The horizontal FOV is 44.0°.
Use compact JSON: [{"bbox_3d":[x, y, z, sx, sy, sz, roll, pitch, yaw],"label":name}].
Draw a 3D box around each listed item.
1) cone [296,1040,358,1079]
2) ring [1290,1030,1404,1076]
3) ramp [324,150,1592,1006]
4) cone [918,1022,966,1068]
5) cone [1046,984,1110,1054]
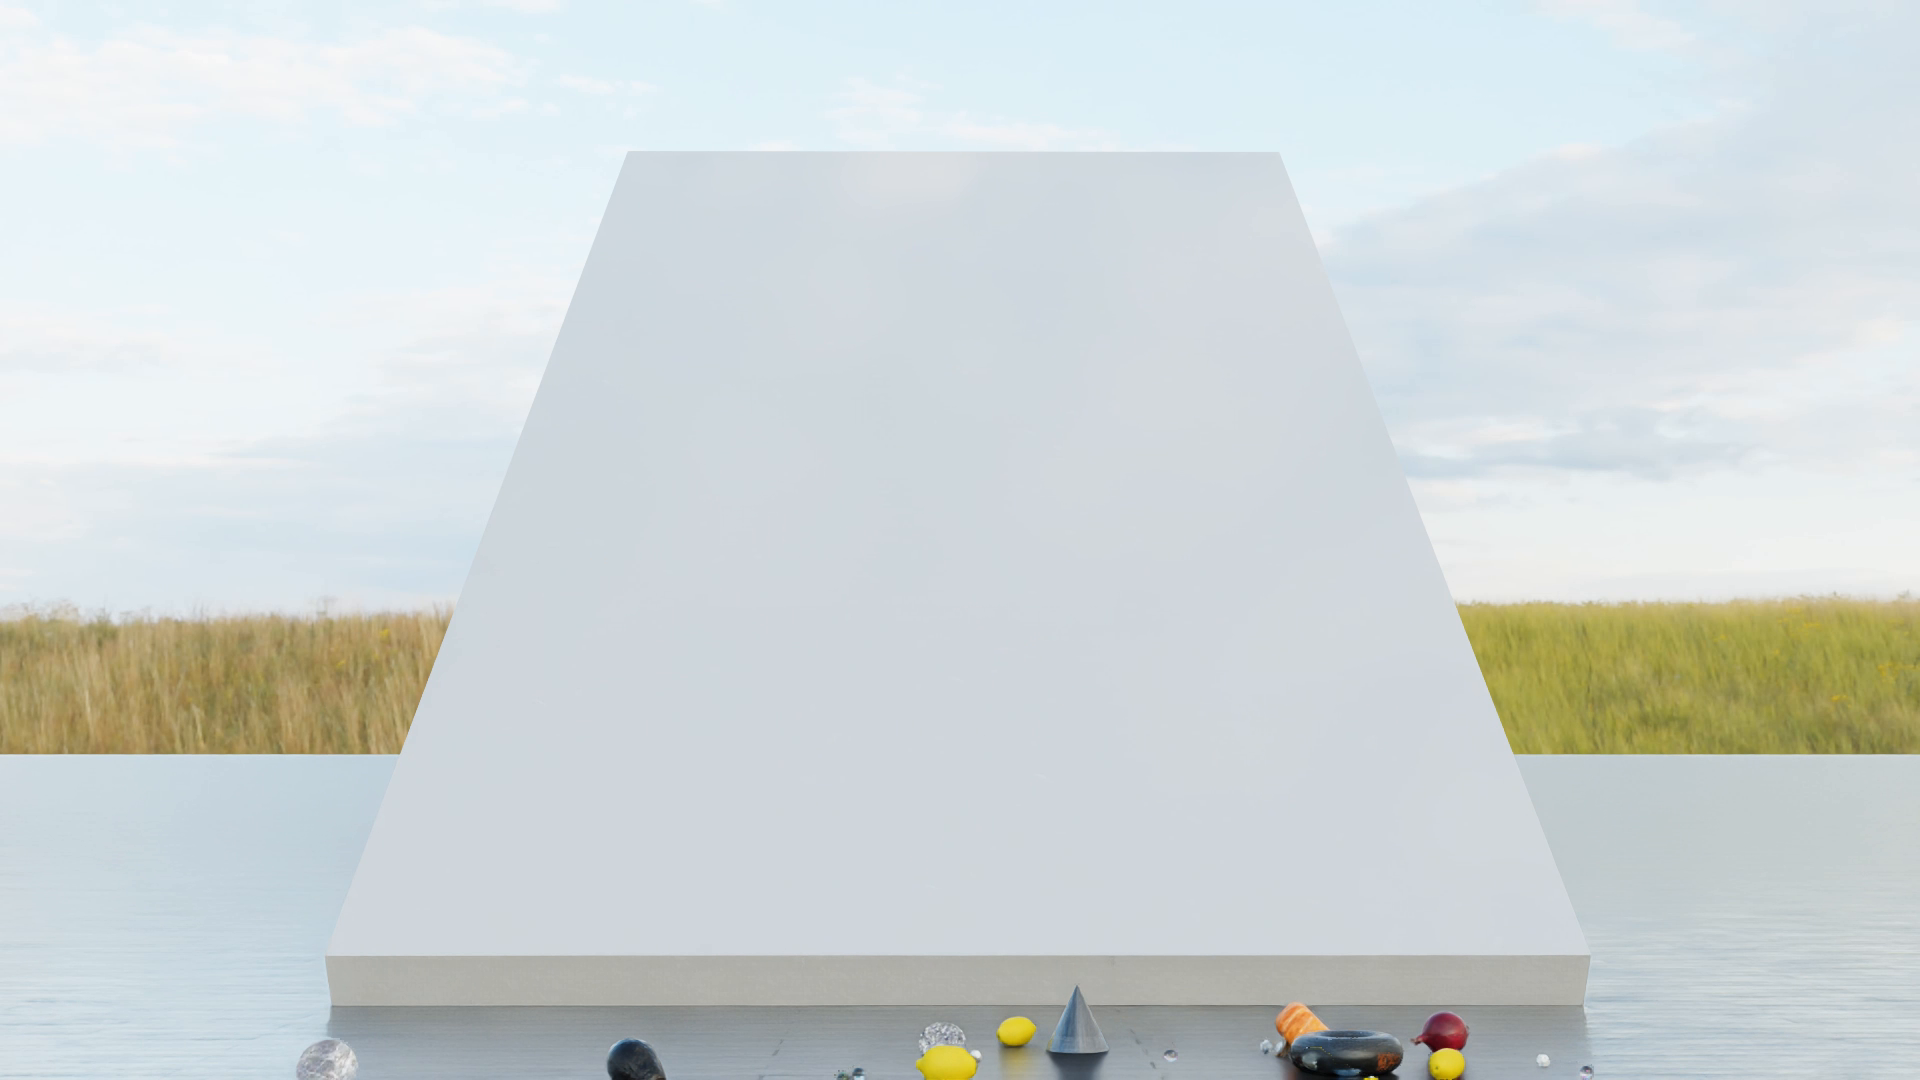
[{"bbox_3d":[-0.754,0.645,2.848,0.071,0.071,0.071,1,-32,-8],"label":"cone"},{"bbox_3d":[0.493,0.653,3.032,0.143,0.048,0.143,-1,-6,0],"label":"ring"},{"bbox_3d":[-0.011,-0.225,5.552,2.000,0.100,4.000,0,28,0],"label":"ramp"},{"bbox_3d":[-0.021,0.670,3.107,0.061,0.061,0.061,0,-32,4],"label":"cone"},{"bbox_3d":[0.161,0.652,3.256,0.088,0.088,0.088,0,-5,0],"label":"cone"}]
